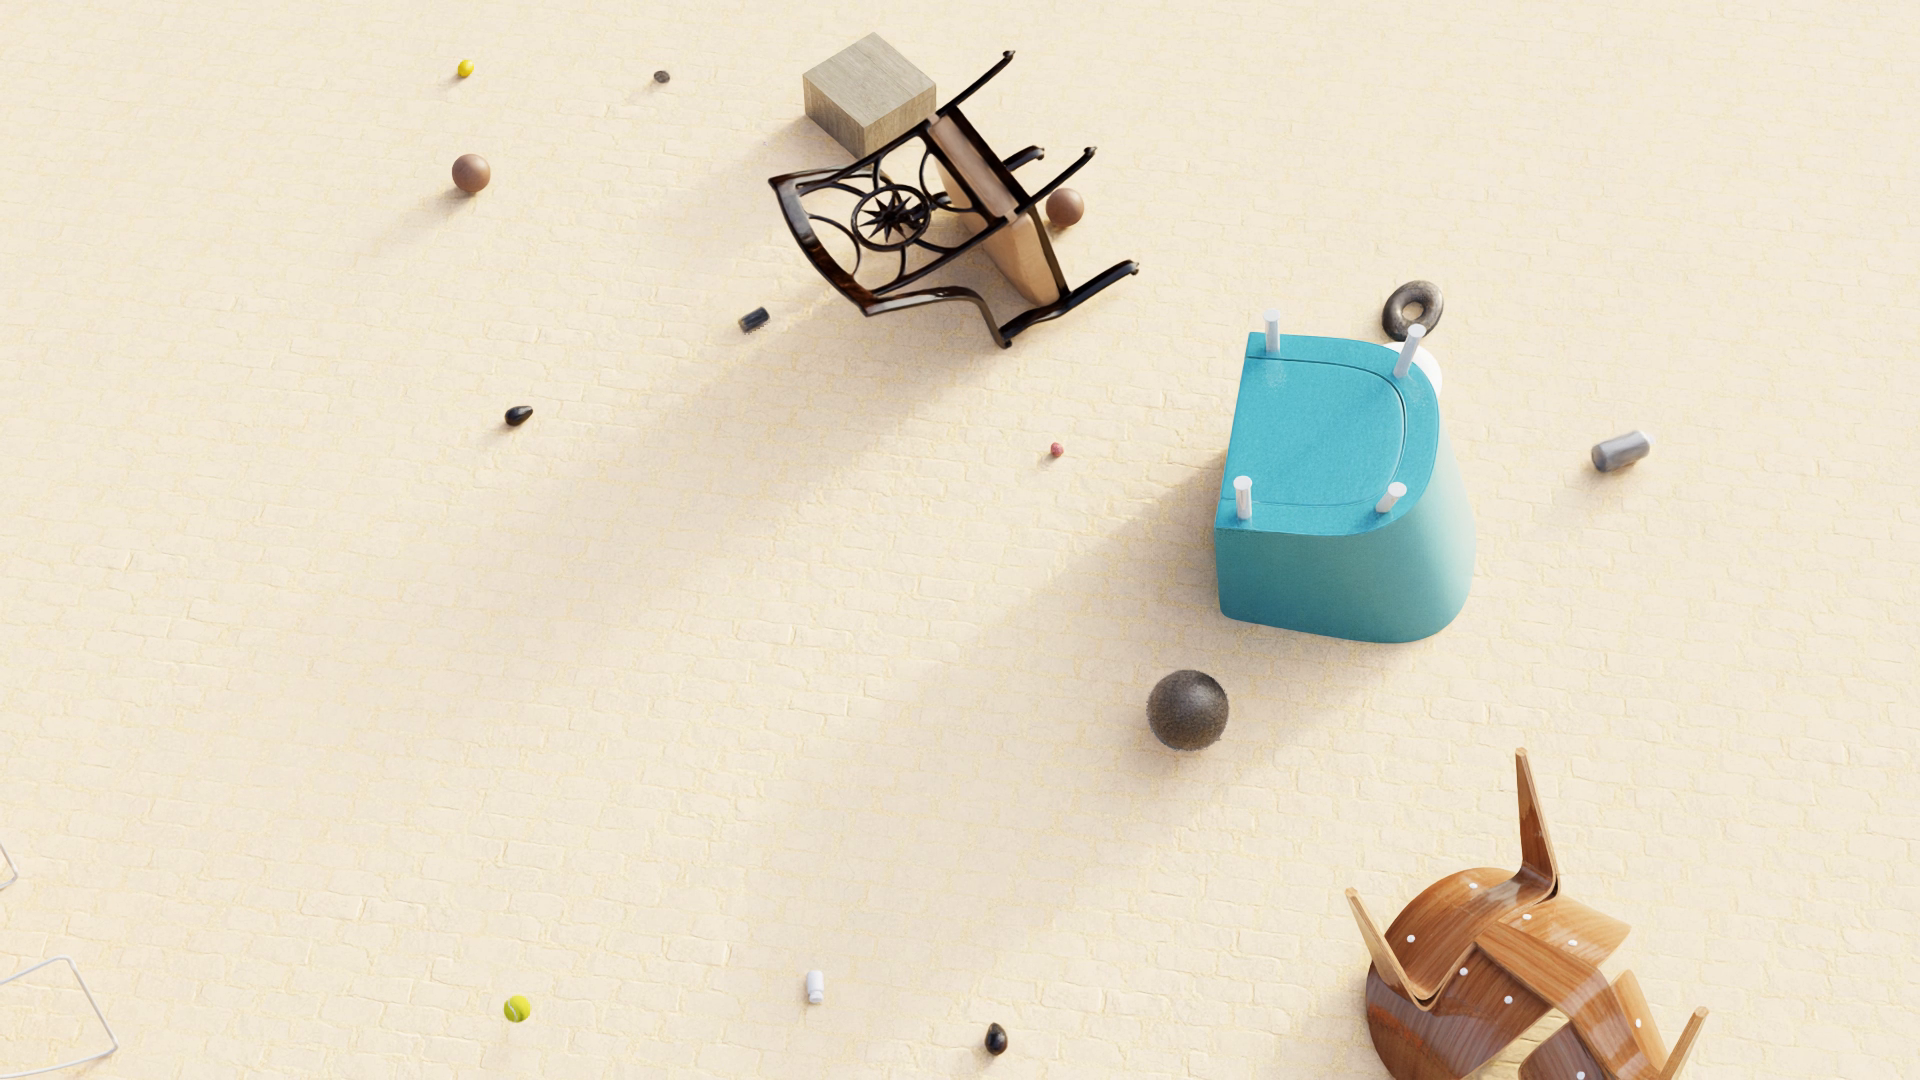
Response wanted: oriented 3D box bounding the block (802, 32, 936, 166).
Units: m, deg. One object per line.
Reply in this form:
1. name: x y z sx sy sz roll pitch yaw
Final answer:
1. block: -0.305 -1.498 7.467 0.313 0.186 0.329 -36 63 -21

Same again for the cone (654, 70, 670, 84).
1. cone: -1.027 -1.623 7.650 0.062 0.047 0.063 8 36 8

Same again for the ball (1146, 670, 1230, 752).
1. ball: 0.634 0.475 6.117 0.229 0.229 0.229 0 56 0

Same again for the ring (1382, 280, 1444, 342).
1. ring: 1.449 -0.733 7.035 0.181 0.052 0.276 26 59 17

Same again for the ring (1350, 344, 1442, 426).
1. ring: 1.363 -0.486 6.865 0.272 0.059 0.347 25 59 15

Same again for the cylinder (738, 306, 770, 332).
1. cylinder: -0.658 -0.705 7.015 0.087 0.049 0.057 -31 18 -19
